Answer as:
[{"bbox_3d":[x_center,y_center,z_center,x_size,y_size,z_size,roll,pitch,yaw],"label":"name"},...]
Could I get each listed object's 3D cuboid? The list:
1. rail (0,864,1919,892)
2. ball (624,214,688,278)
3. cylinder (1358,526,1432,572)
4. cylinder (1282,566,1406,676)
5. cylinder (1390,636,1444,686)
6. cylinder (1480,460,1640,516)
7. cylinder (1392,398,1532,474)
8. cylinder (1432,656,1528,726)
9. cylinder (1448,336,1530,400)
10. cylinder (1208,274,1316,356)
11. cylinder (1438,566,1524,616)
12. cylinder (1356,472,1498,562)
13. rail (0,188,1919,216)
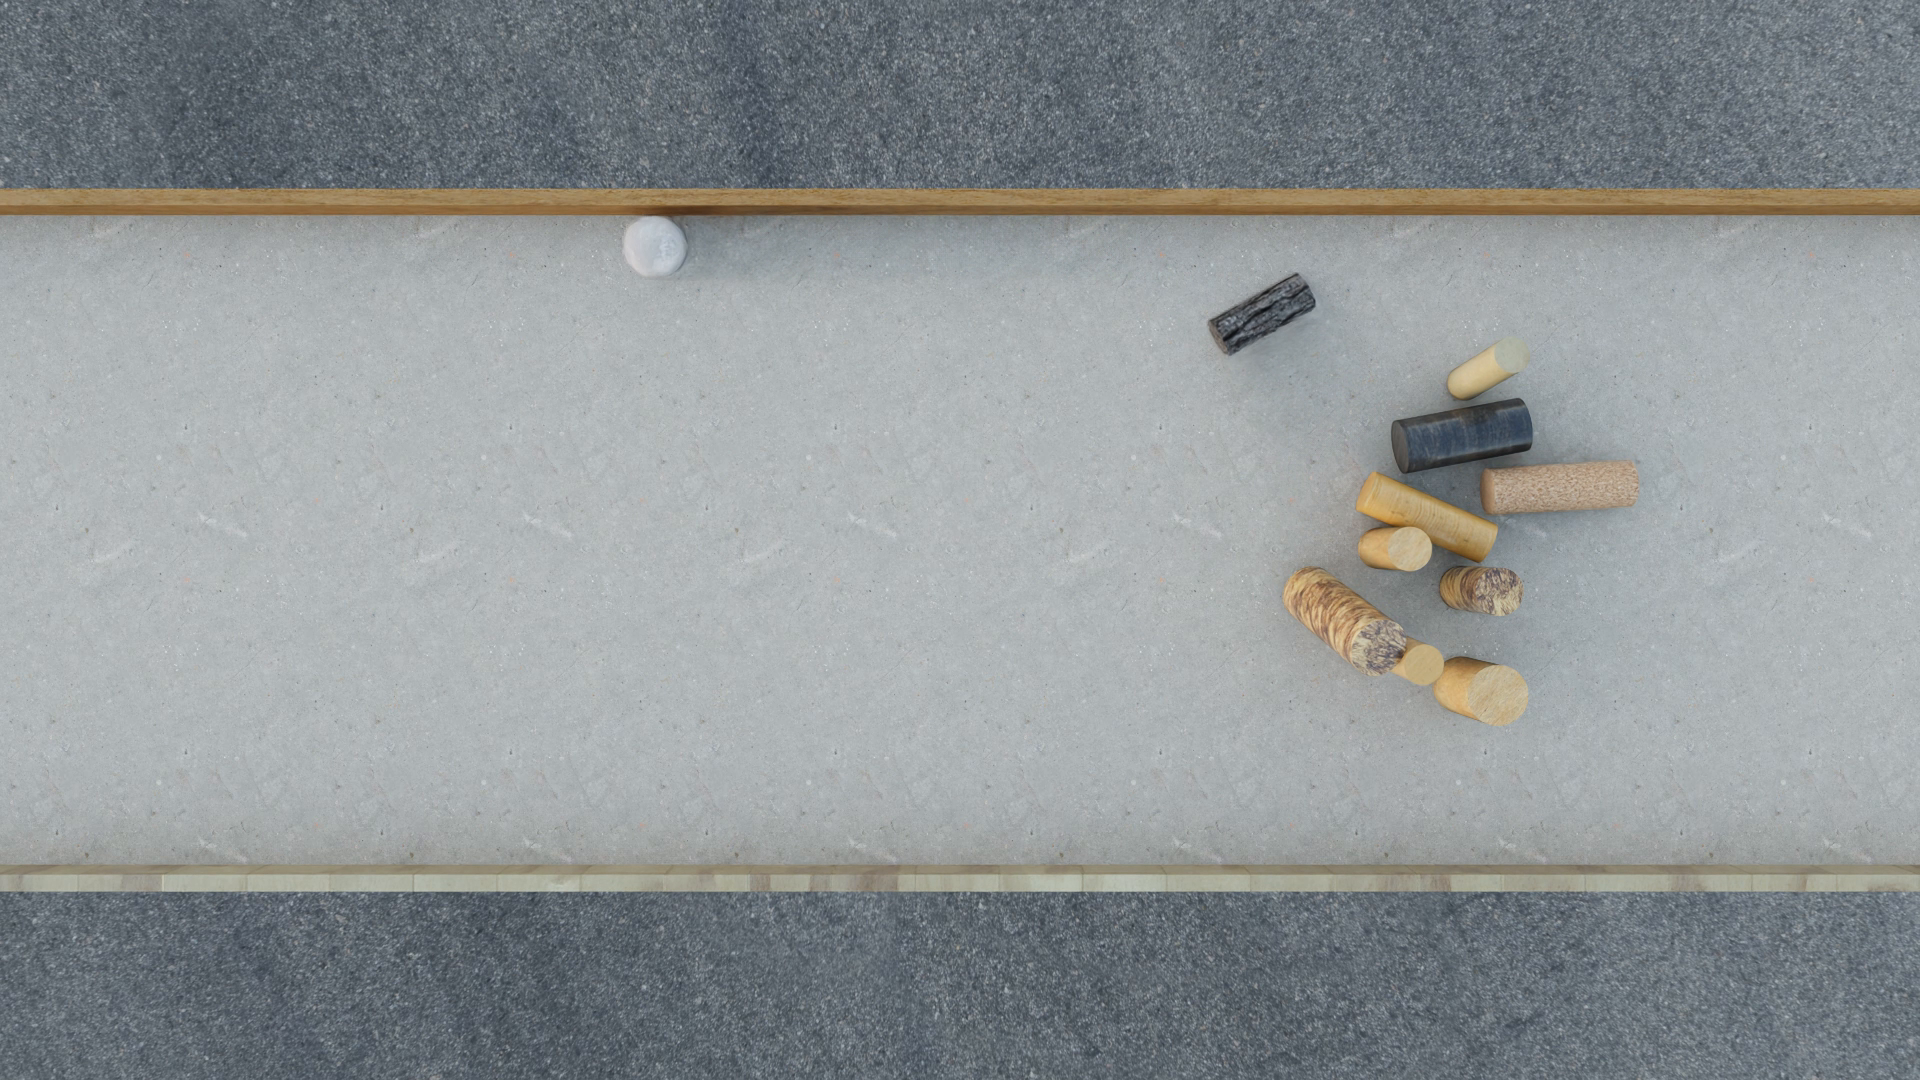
[{"bbox_3d":[-2.247,1.025,5.001,12.000,0.150,0.050,0,90,0],"label":"rail"},{"bbox_3d":[-0.920,-0.885,4.982,0.190,0.190,0.190,0,90,0],"label":"ball"},{"bbox_3d":[1.289,0.026,4.901,0.128,0.352,0.128,0,90,0],"label":"cylinder"},{"bbox_3d":[1.122,0.232,4.841,0.172,0.438,0.172,-5,111,-14],"label":"cylinder"},{"bbox_3d":[1.291,0.334,4.865,0.116,0.412,0.116,-1,95,-6],"label":"cylinder"},{"bbox_3d":[1.816,-0.160,5.005,0.432,0.143,0.143,-4,90,0],"label":"cylinder"},{"bbox_3d":[1.517,-0.316,4.994,0.378,0.164,0.164,-11,90,0],"label":"cylinder"},{"bbox_3d":[1.542,0.446,4.902,0.175,0.350,0.175,0,90,0],"label":"cylinder"},{"bbox_3d":[1.566,-0.506,4.900,0.108,0.340,0.108,1,81,-6],"label":"cylinder"},{"bbox_3d":[0.918,-0.684,5.015,0.304,0.121,0.121,-29,90,0],"label":"cylinder"},{"bbox_3d":[1.543,0.148,4.895,0.138,0.362,0.138,0,90,0],"label":"cylinder"},{"bbox_3d":[1.417,-0.070,5.011,0.401,0.131,0.131,24,90,0],"label":"cylinder"},{"bbox_3d":[-2.247,-1.025,5.002,12.000,0.150,0.050,0,90,0],"label":"rail"}]
